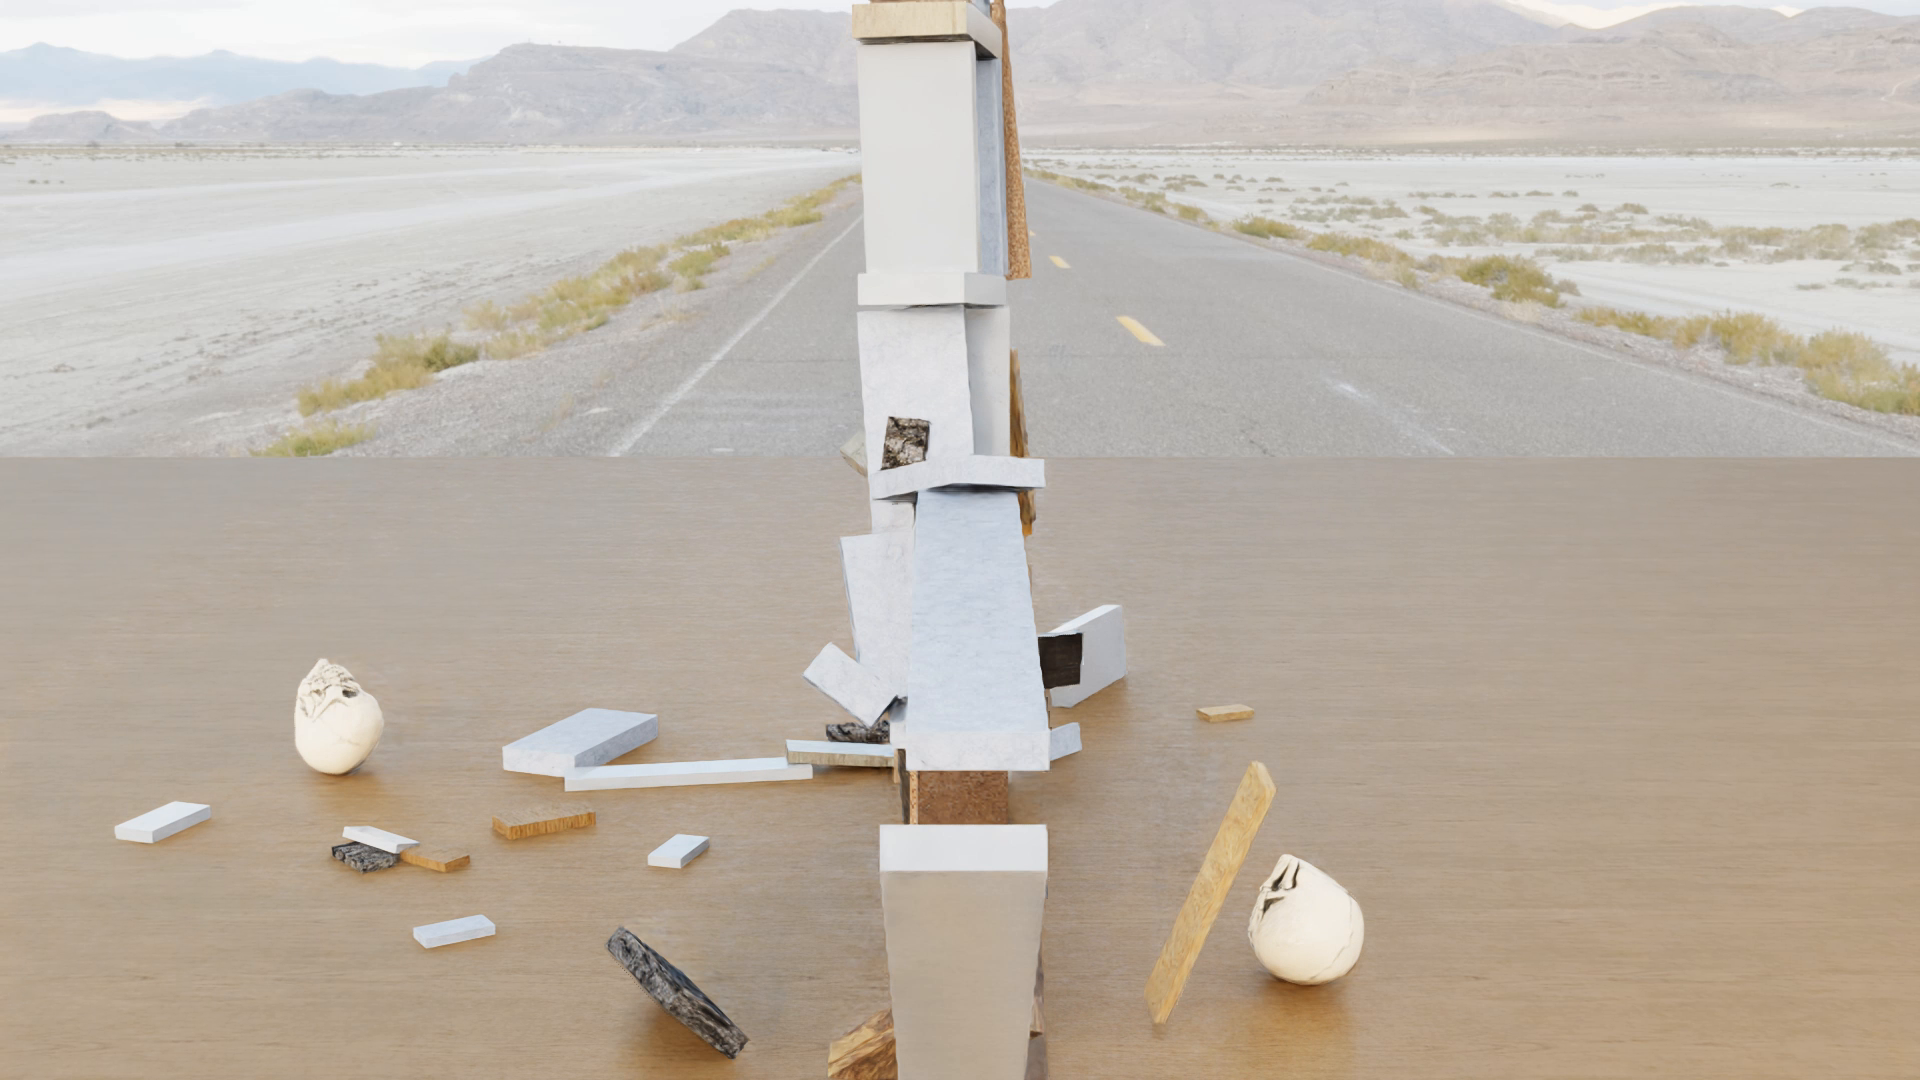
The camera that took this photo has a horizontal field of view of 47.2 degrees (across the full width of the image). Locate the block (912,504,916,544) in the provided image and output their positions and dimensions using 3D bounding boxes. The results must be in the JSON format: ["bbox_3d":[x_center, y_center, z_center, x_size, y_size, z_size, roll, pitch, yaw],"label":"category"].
[{"bbox_3d":[-0.003,-0.019,3.032,0.123,0.035,0.246,0,7,-2],"label":"block"}]

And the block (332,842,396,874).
[{"bbox_3d":[-1.039,0.551,3.830,0.062,0.017,0.123,-9,14,-39],"label":"block"}]

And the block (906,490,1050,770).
[{"bbox_3d":[0.013,0.073,2.488,0.132,0.037,0.938,0,15,0],"label":"block"}]

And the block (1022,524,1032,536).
[{"bbox_3d":[0.030,-0.117,3.867,0.110,0.031,0.368,-10,36,-7],"label":"block"}]

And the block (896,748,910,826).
[{"bbox_3d":[-0.019,0.378,3.237,0.135,0.269,0.038,-5,9,-6],"label":"block"}]

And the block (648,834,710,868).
[{"bbox_3d":[-0.493,0.546,3.860,0.062,0.017,0.123,3,11,17],"label":"block"}]

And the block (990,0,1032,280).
[{"bbox_3d":[0.003,-0.614,3.429,0.175,0.424,0.049,-5,12,5],"label":"block"}]

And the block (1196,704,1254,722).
[{"bbox_3d":[0.577,0.376,4.778,0.112,0.016,0.056,-5,11,-23],"label":"block"}]

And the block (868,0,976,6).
[{"bbox_3d":[-0.060,-0.895,3.081,0.146,0.292,0.041,0,17,9],"label":"block"}]

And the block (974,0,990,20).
[{"bbox_3d":[-0.030,-0.912,3.259,0.146,0.292,0.041,-1,16,2],"label":"block"}]

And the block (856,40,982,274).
[{"bbox_3d":[-0.057,-0.543,3.133,0.161,0.322,0.046,0,13,8],"label":"block"}]

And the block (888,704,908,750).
[{"bbox_3d":[-0.033,0.241,3.128,0.135,0.038,0.269,-5,9,-1],"label":"block"}]

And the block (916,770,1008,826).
[{"bbox_3d":[0.003,0.359,2.985,0.123,0.704,0.035,0,5,-2],"label":"block"}]

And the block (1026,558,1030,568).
[{"bbox_3d":[0.037,0.086,3.738,0.097,0.027,0.193,-4,-29,-25],"label":"block"}]

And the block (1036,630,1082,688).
[{"bbox_3d":[0.163,0.251,4.548,0.220,0.110,0.031,-3,10,-43],"label":"block"}]

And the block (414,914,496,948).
[{"bbox_3d":[-0.799,0.618,3.475,0.113,0.016,0.057,-7,13,-32],"label":"block"}]

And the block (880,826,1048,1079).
[{"bbox_3d":[0.002,0.501,2.320,0.142,0.040,1.023,0,-28,0],"label":"block"}]

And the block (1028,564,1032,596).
[{"bbox_3d":[0.051,0.124,4.298,0.175,0.049,0.349,0,-18,1],"label":"block"}]

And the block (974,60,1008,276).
[{"bbox_3d":[-0.015,-0.563,3.346,0.161,0.322,0.046,0,13,12],"label":"block"}]

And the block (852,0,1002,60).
[{"bbox_3d":[-0.043,-0.736,3.199,0.161,0.046,0.322,0,5,10],"label":"block"}]

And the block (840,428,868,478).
[{"bbox_3d":[-0.058,-0.145,3.864,0.175,0.049,0.349,-43,36,-9],"label":"block"}]

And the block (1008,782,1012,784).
[{"bbox_3d":[-0.005,0.216,3.600,0.179,0.381,0.051,0,20,0],"label":"block"}]

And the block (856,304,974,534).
[{"bbox_3d":[-0.052,-0.065,3.205,0.155,0.542,0.044,-4,1,2],"label":"block"}]

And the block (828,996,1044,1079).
[{"bbox_3d":[-0.031,0.578,2.552,0.142,0.040,0.284,13,-30,-23],"label":"block"}]

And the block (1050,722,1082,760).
[{"bbox_3d":[0.204,0.411,4.474,0.016,0.057,0.113,-3,6,41],"label":"block"}]

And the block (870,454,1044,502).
[{"bbox_3d":[-0.007,-0.082,3.002,0.132,0.037,0.265,2,-5,-27],"label":"block"}]

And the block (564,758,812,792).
[{"bbox_3d":[-0.532,0.458,4.317,0.479,0.023,0.081,-2,11,-10],"label":"block"}]

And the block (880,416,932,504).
[{"bbox_3d":[-0.081,-0.115,3.162,0.060,0.121,0.017,7,-3,17],"label":"block"}]

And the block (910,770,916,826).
[{"bbox_3d":[-0.002,0.484,3.084,0.135,0.420,0.038,1,7,4],"label":"block"}]

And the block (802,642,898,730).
[{"bbox_3d":[-0.152,0.202,3.046,0.121,0.060,0.017,37,-16,10],"label":"block"}]

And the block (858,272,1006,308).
[{"bbox_3d":[-0.037,-0.368,3.247,0.155,0.044,0.310,0,5,12],"label":"block"}]

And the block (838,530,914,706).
[{"bbox_3d":[-0.092,0.110,3.116,0.123,0.246,0.035,-6,-20,-11],"label":"block"}]

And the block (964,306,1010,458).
[{"bbox_3d":[-0.002,-0.200,3.359,0.155,0.310,0.044,0,8,-1],"label":"block"}]

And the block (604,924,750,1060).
[{"bbox_3d":[-0.401,0.635,3.099,0.132,0.037,0.265,45,-12,-26],"label":"block"}]

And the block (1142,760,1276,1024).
[{"bbox_3d":[0.343,0.493,3.055,0.017,0.426,0.060,10,29,-19],"label":"block"}]

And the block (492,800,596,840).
[{"bbox_3d":[-0.761,0.512,4.025,0.167,0.024,0.083,-7,12,-32],"label":"block"}]

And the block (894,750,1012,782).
[{"bbox_3d":[-0.011,0.185,3.320,0.179,0.358,0.051,0,8,-1],"label":"block"}]

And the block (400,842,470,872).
[{"bbox_3d":[-0.914,0.552,3.827,0.113,0.016,0.057,7,13,34],"label":"block"}]

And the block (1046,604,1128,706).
[{"bbox_3d":[0.290,0.259,4.988,0.047,0.165,0.329,-1,9,27],"label":"block"}]

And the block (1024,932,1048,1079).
[{"bbox_3d":[0.035,0.593,2.866,0.142,0.284,0.040,1,-11,-15],"label":"block"}]

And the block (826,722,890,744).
[{"bbox_3d":[-0.192,0.404,4.604,0.166,0.024,0.083,-2,11,-12],"label":"block"}]

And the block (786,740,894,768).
[{"bbox_3d":[-0.200,0.429,4.397,0.294,0.024,0.083,4,10,-9],"label":"block"}]

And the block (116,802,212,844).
[{"bbox_3d":[-1.453,0.514,4.013,0.081,0.023,0.161,4,11,19],"label":"block"}]

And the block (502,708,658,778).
[{"bbox_3d":[-0.772,0.413,4.497,0.165,0.047,0.329,4,11,21],"label":"block"}]

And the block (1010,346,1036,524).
[{"bbox_3d":[0.064,-0.170,3.609,0.090,0.298,0.025,1,22,20],"label":"block"}]

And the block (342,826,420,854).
[{"bbox_3d":[-1.020,0.529,3.880,0.123,0.017,0.062,12,1,27],"label":"block"}]
